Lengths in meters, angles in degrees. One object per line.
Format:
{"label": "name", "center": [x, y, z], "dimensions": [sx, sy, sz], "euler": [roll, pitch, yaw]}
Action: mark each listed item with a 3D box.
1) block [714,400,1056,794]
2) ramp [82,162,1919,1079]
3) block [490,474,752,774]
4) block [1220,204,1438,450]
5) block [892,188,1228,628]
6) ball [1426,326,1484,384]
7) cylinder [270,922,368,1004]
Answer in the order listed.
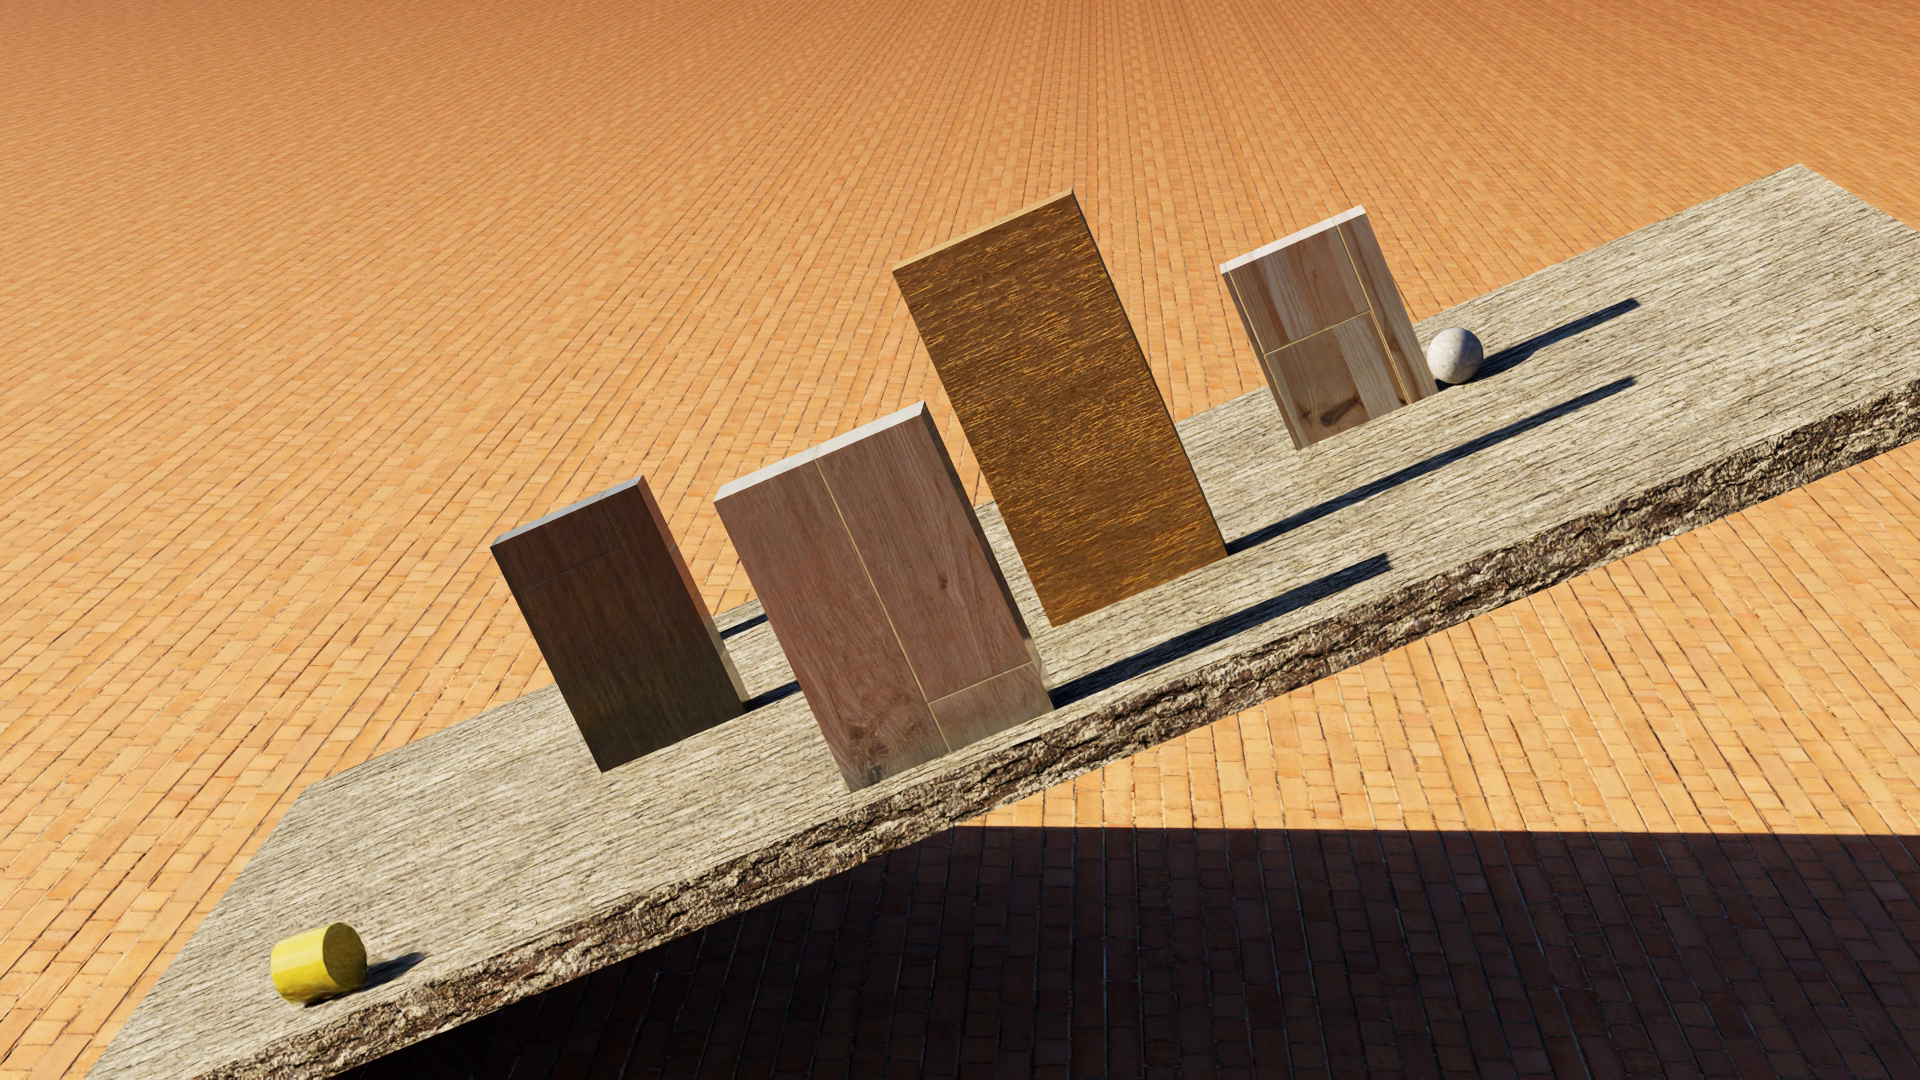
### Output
{"label": "block", "center": [-0.134, 0.106, 5.419], "dimensions": [0.412, 0.606, 0.122], "euler": [-23, 13, 8]}
{"label": "ramp", "center": [0.131, 0.170, 6.285], "dimensions": [4.000, 0.100, 2.000], "euler": [-23, 13, 8]}
{"label": "block", "center": [-0.727, 0.182, 6.331], "dimensions": [0.349, 0.553, 0.092], "euler": [-23, 13, 8]}
{"label": "block", "center": [0.803, -0.461, 6.405], "dimensions": [0.333, 0.426, 0.113], "euler": [-23, 13, 8]}
{"label": "block", "center": [0.203, -0.257, 5.848], "dimensions": [0.382, 0.792, 0.085], "euler": [-23, 13, 8]}
{"label": "ball", "center": [1.070, -0.399, 6.354], "dimensions": [0.122, 0.122, 0.122], "euler": [0, 15, 0]}
{"label": "cylinder", "center": [-1.234, 0.815, 5.663], "dimensions": [0.130, 0.130, 0.130], "euler": [-19, 6, 25]}
